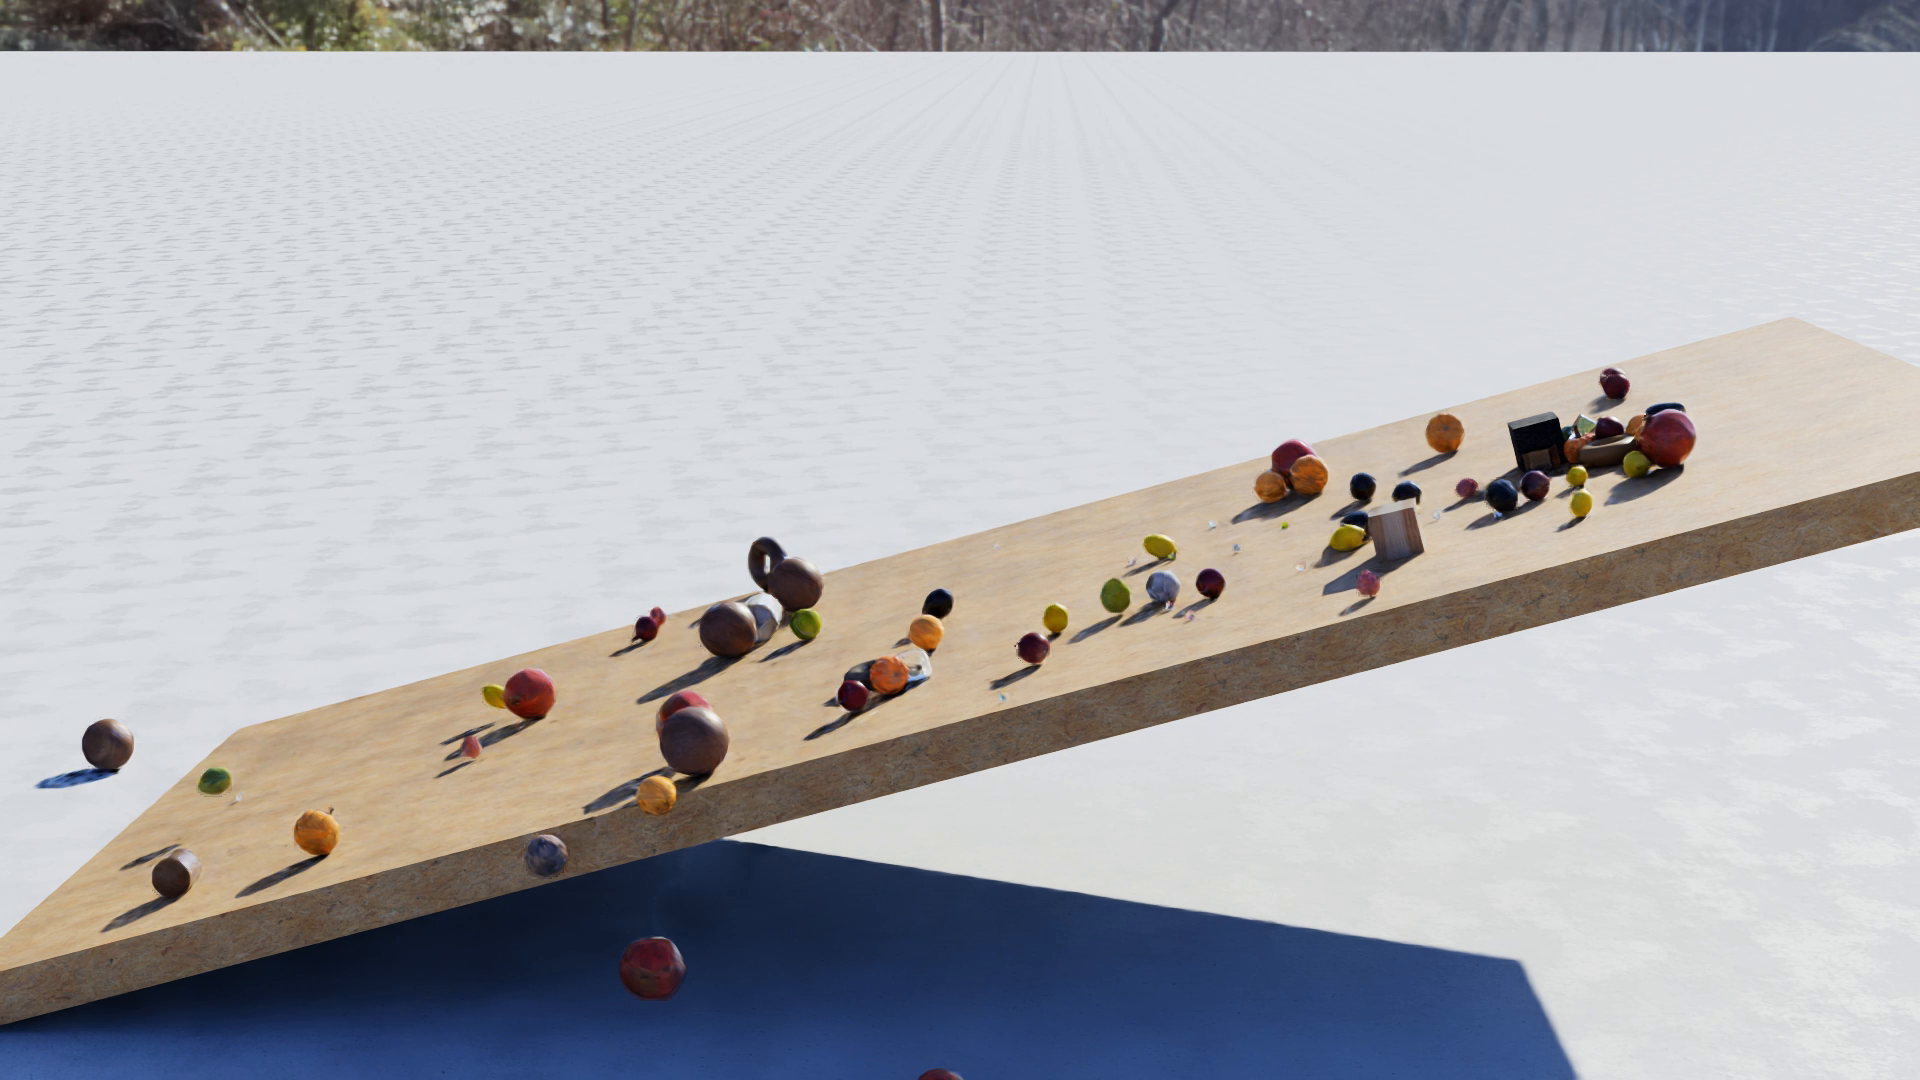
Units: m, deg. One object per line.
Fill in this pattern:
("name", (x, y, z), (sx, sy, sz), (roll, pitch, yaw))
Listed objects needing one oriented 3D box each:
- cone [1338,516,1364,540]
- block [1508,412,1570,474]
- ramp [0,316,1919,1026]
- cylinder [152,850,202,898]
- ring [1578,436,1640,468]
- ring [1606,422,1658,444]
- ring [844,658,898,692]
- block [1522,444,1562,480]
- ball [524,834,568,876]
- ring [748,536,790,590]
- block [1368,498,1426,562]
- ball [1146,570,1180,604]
("cone", (0.801, -0.019, 6.003), (0.050, 0.050, 0.050), (14, 13, 10))
("block", (1.217, -0.206, 6.191), (0.097, 0.097, 0.097), (-15, 9, 6))
("ramp", (0.082, 0.190, 6.328), (4.000, 0.100, 2.000), (-15, 9, 4))
("cylinder", (-1.523, 0.647, 5.717), (0.076, 0.076, 0.076), (0, 9, 2))
("ring", (1.332, -0.182, 6.032), (0.130, 0.043, 0.130), (-15, 8, 2))
("ring", (1.405, -0.221, 6.157), (0.112, 0.037, 0.112), (-14, 8, 2))
("ring", (-0.174, 0.268, 5.856), (0.121, 0.040, 0.121), (-15, 11, 3))
("block", (1.203, -0.162, 6.079), (0.056, 0.056, 0.056), (-10, 11, 30))
("ball", (-0.750, 0.571, 5.327), (0.077, 0.077, 0.077), (0, 10, 0))
("ring", (-0.475, 0.058, 7.299), (0.046, 0.137, 0.137), (-8, 13, -42))
("block", (0.849, -0.019, 5.714), (0.091, 0.091, 0.091), (-13, 10, 14))
("ball", (0.405, 0.092, 5.859), (0.067, 0.067, 0.067), (0, 10, 0))
